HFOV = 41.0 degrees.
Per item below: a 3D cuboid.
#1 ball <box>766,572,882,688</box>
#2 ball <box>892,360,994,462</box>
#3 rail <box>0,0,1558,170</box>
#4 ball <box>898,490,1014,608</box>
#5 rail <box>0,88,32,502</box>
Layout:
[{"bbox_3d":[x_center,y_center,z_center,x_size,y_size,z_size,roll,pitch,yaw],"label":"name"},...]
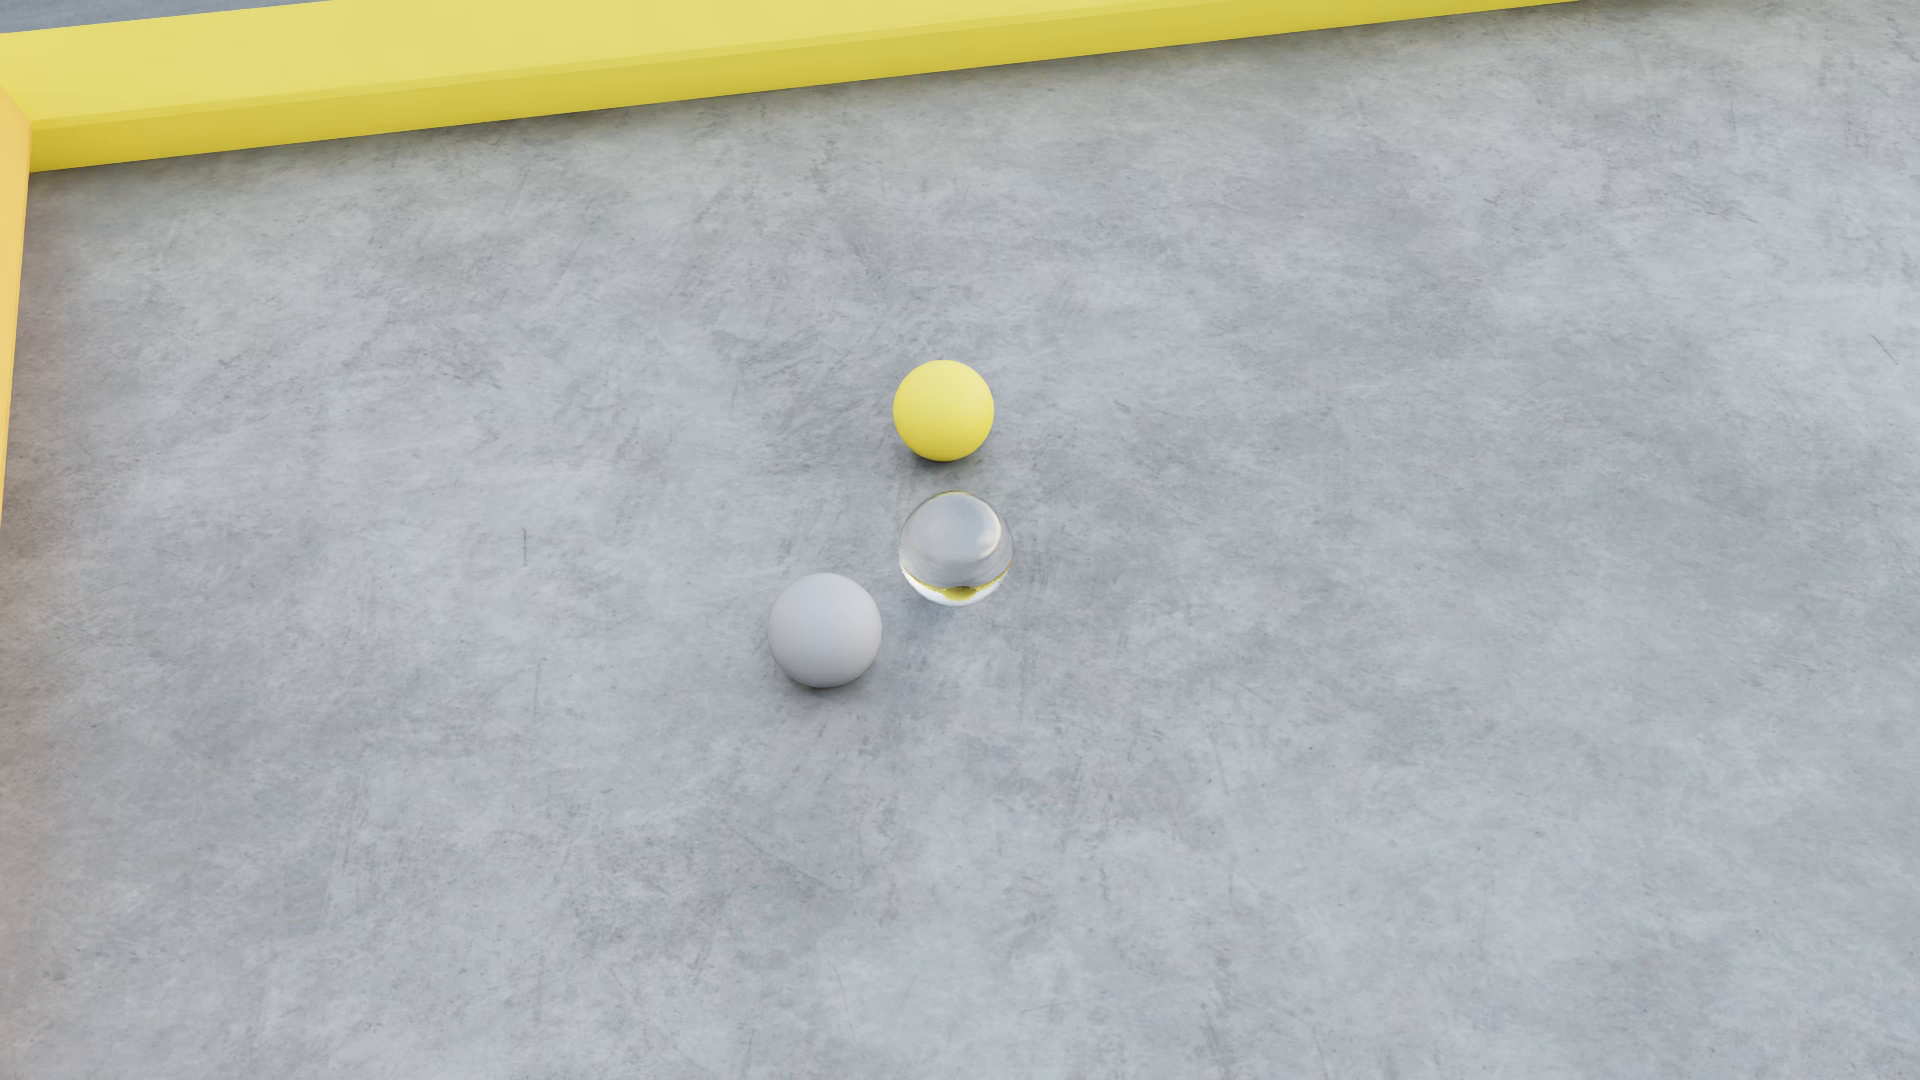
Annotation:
[{"bbox_3d":[-0.082,0.055,1.558,0.070,0.070,0.070,0,35,0],"label":"ball"},{"bbox_3d":[-0.011,-0.089,1.760,0.070,0.070,0.070,0,35,0],"label":"ball"},{"bbox_3d":[0.431,-0.521,2.320,2.529,0.121,0.045,-9,36,-12],"label":"rail"},{"bbox_3d":[-0.003,0.006,1.624,0.074,0.074,0.074,0,35,0],"label":"ball"},{"bbox_3d":[-0.589,0.067,1.495,0.045,0.121,1.501,-9,36,-12],"label":"rail"}]
